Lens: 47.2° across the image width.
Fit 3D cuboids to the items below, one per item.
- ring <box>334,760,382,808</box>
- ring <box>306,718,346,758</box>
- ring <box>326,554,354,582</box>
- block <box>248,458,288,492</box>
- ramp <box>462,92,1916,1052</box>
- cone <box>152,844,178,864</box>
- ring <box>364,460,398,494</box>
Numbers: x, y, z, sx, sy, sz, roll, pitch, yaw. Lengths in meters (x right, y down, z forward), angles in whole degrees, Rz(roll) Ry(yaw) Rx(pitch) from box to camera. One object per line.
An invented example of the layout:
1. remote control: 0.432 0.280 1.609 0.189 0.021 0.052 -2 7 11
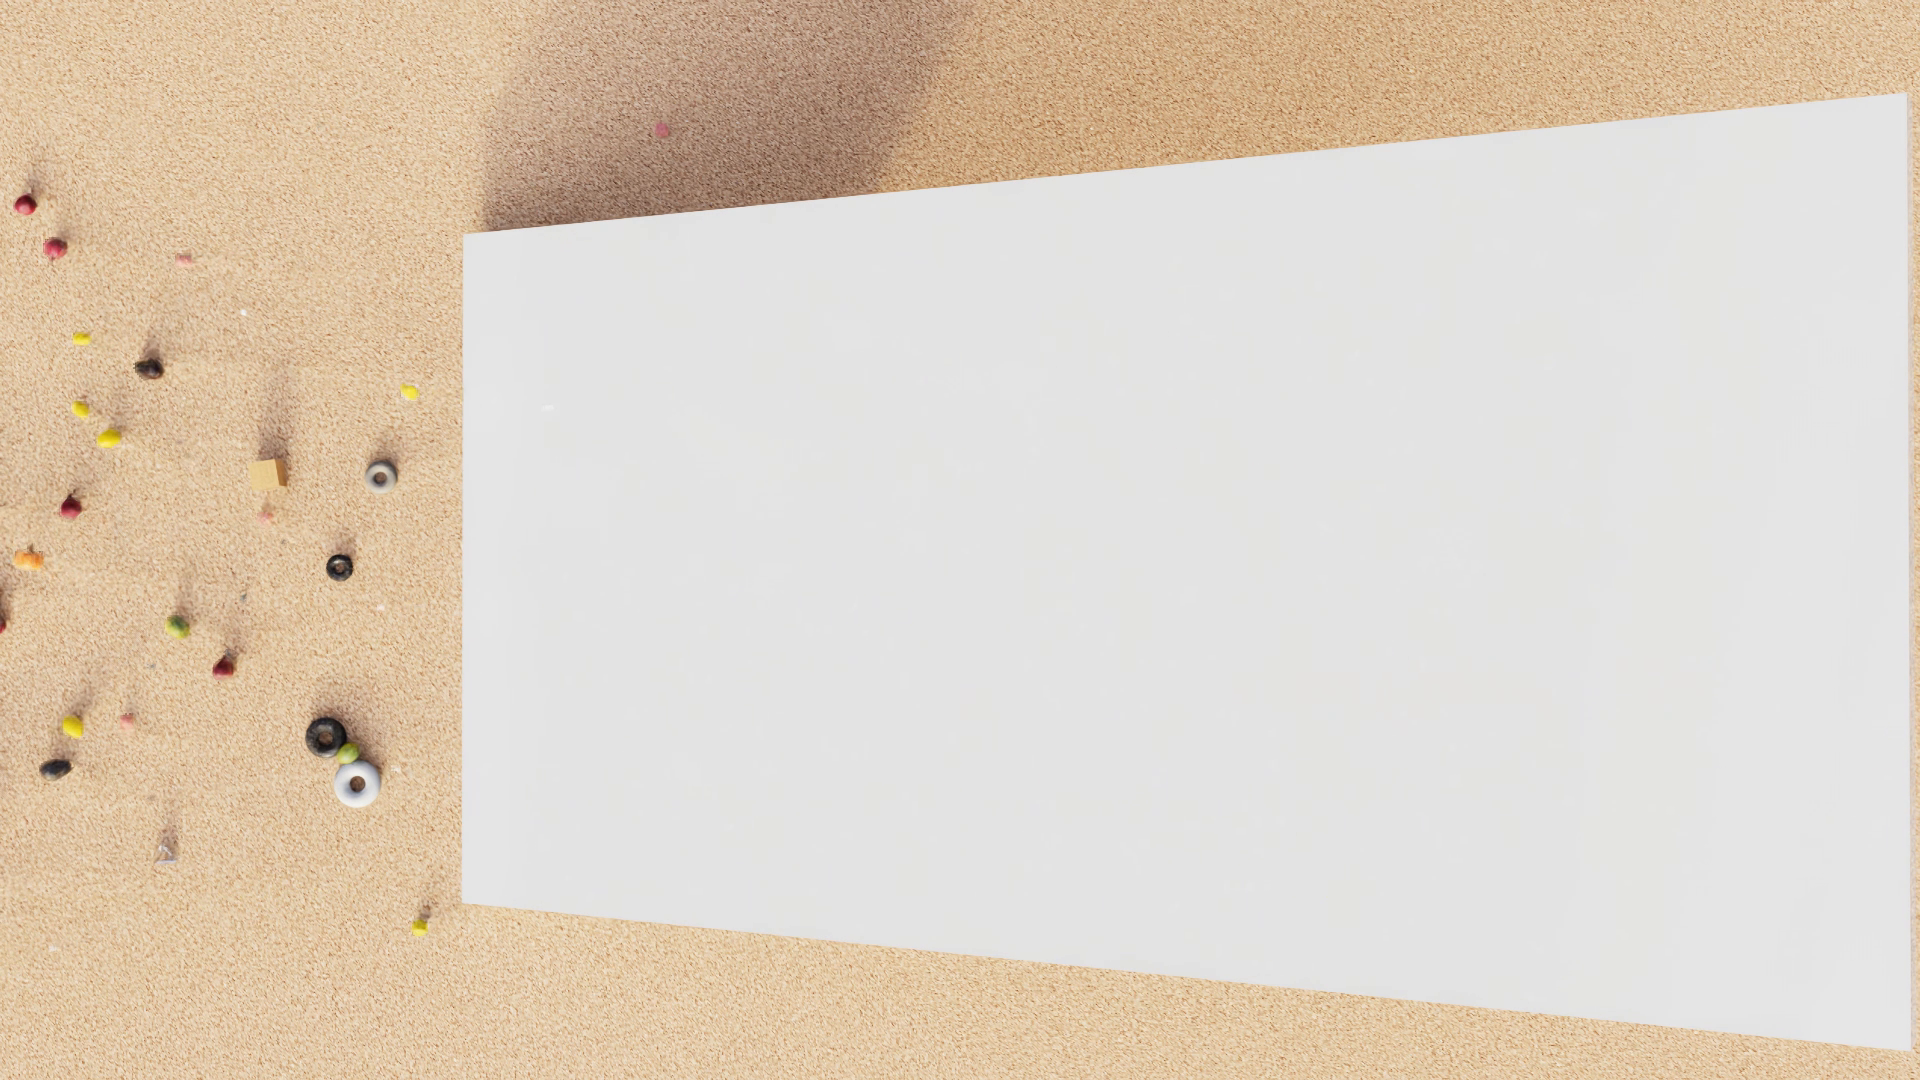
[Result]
1. ring: -1.818 0.736 6.638 0.144 0.048 0.144 0 88 0
2. ring: -1.915 0.598 6.642 0.125 0.042 0.125 0 90 -1
3. ring: -1.878 0.085 6.654 0.083 0.028 0.083 0 91 0
4. block: -2.087 -0.195 6.629 0.082 0.082 0.082 -10 89 0
5. ramp: 0.270 0.075 5.628 4.000 0.100 2.000 0 89 30
6. cone: -2.393 0.960 6.645 0.065 0.065 0.065 27 89 -26
7. ring: -1.751 -0.190 6.654 0.101 0.034 0.101 0 88 1
